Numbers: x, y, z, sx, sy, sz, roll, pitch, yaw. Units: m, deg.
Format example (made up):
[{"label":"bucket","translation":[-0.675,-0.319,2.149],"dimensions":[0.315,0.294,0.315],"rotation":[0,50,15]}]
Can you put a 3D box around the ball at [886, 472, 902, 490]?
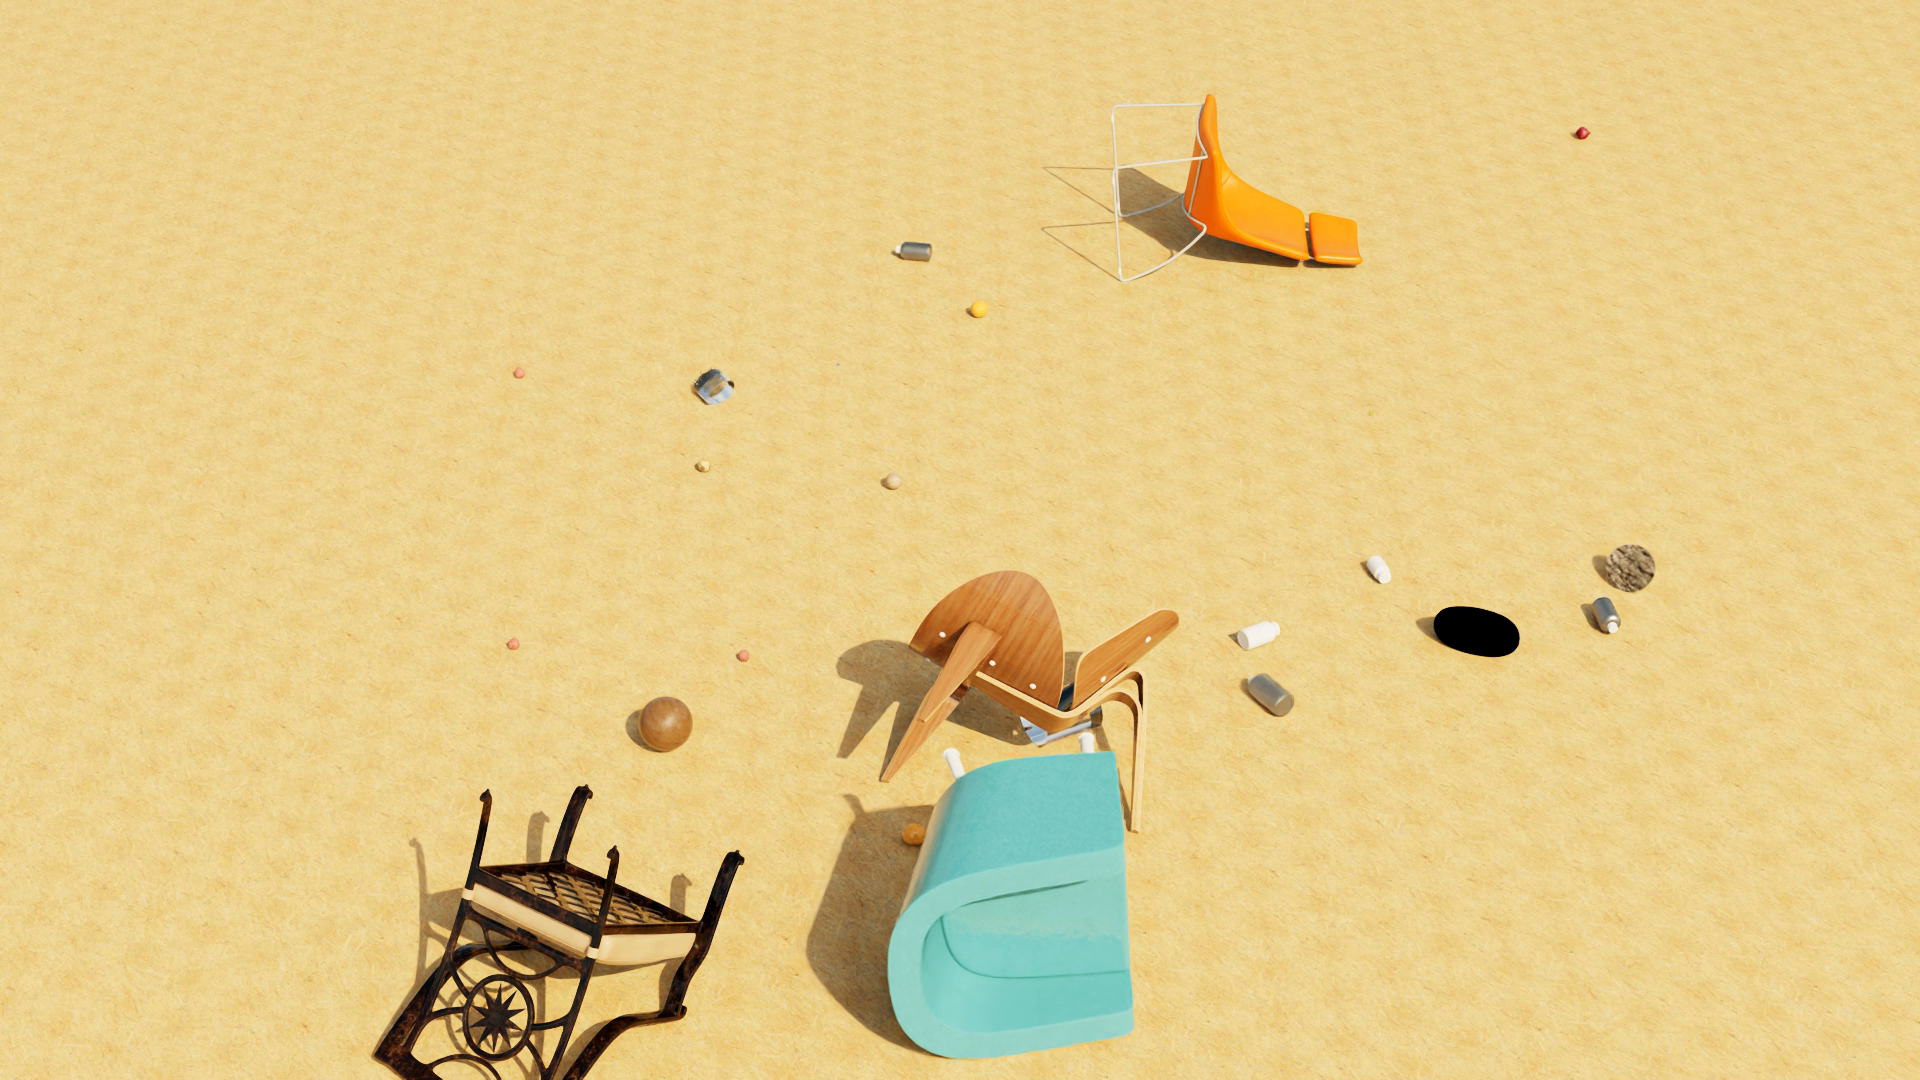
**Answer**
[{"label":"ball","translation":[-0.253,-0.227,11.229],"dimensions":[0.065,0.065,0.065],"rotation":[0,33,0]}]

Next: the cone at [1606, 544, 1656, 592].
[{"label":"cone","translation":[2.461,0.114,10.711],"dimensions":[0.185,0.178,0.097],"rotation":[48,9,29]}]

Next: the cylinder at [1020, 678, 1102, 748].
[{"label":"cylinder","translation":[0.342,0.586,9.911],"dimensions":[0.220,0.160,0.183],"rotation":[-24,25,-10]}]

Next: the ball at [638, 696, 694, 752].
[{"label":"ball","translation":[-0.988,0.616,9.842],"dimensions":[0.185,0.185,0.185],"rotation":[0,33,0]}]

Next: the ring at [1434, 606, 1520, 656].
[{"label":"ring","translation":[1.821,0.322,10.336],"dimensions":[0.310,0.134,0.139],"rotation":[12,38,21]}]

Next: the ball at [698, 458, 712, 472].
[{"label":"ball","translation":[-0.987,-0.290,11.336],"dimensions":[0.053,0.053,0.053],"rotation":[0,33,0]}]
